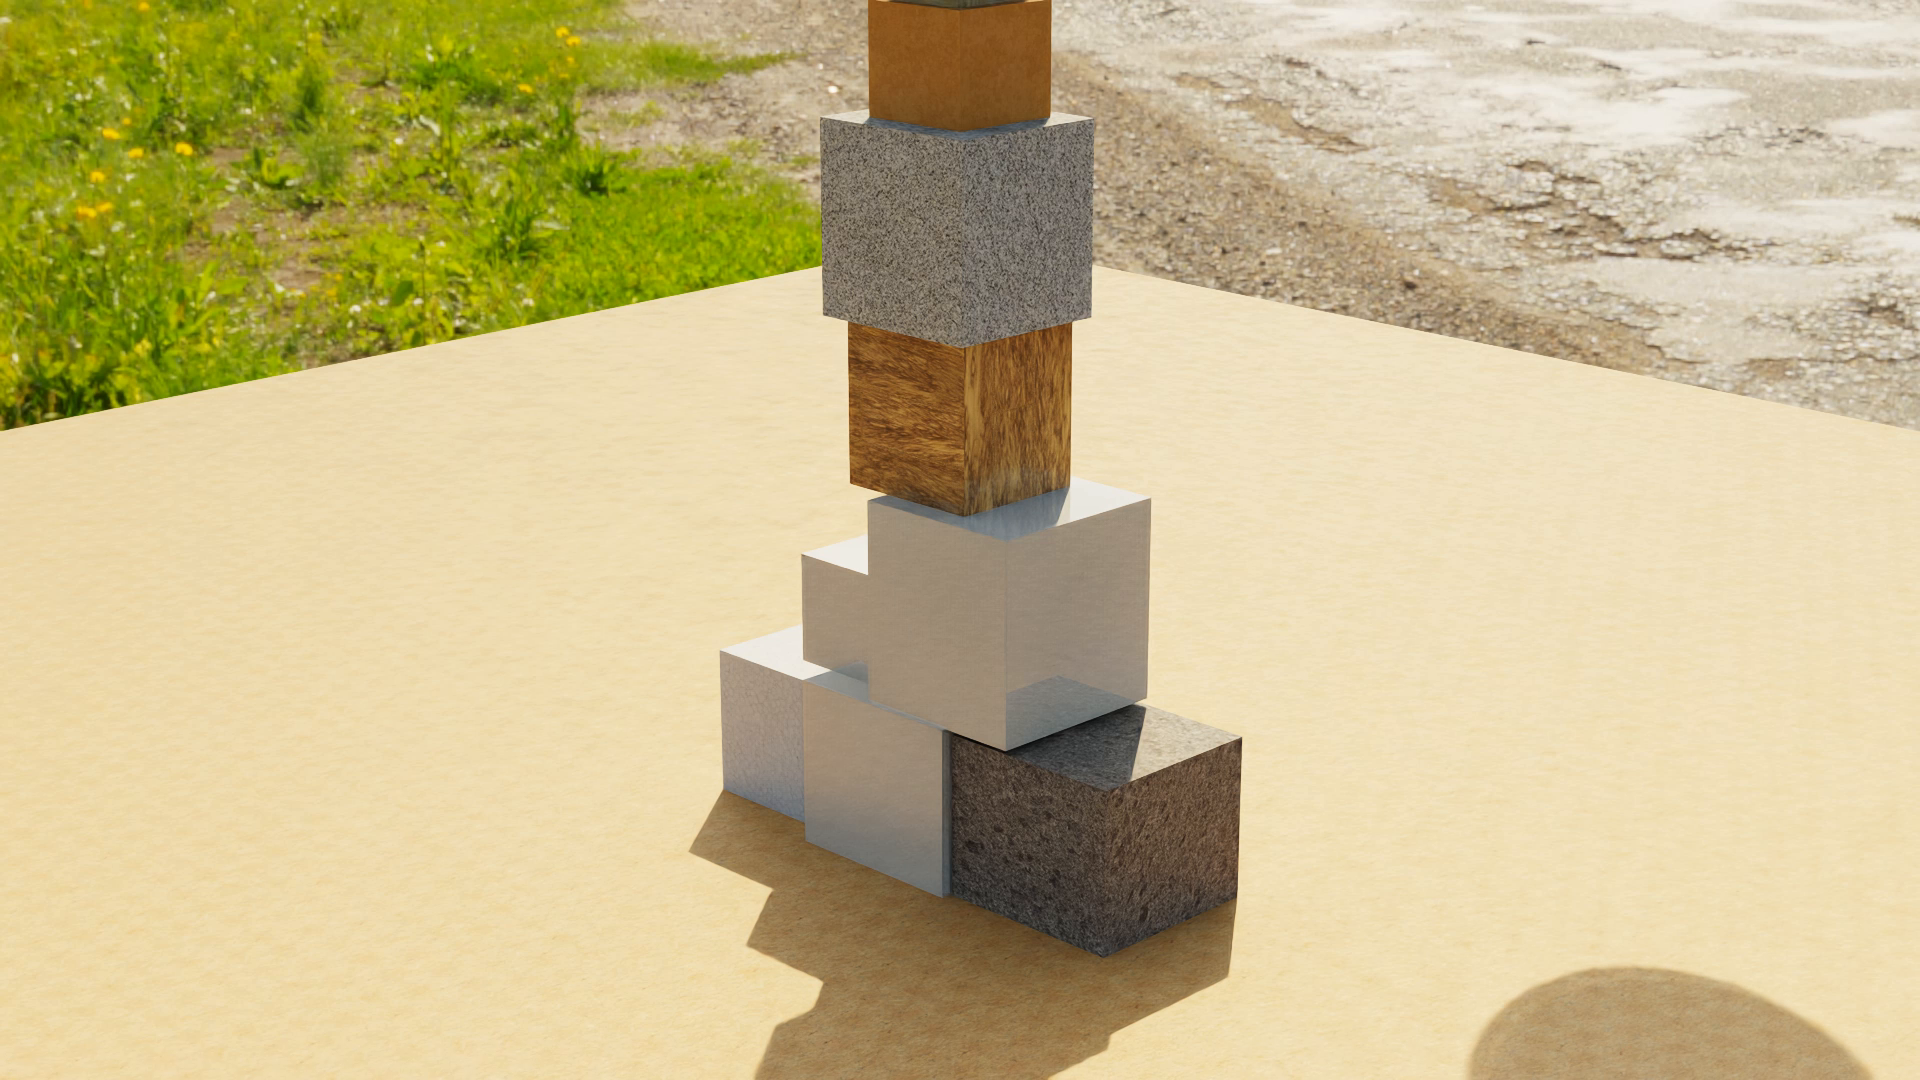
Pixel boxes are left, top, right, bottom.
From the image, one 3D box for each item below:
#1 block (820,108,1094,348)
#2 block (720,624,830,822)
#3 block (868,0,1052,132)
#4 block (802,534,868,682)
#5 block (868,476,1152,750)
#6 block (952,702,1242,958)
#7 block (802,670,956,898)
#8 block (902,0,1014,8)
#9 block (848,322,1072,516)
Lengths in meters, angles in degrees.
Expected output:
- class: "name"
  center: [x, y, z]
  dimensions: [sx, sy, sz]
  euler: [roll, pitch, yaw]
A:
- class: "block"
  center: [-0.013, -1.415, 12.883]
  dimensions: [0.815, 0.886, 0.874]
  euler: [-17, 24, -42]
- class: "block"
  center: [-0.650, 0.884, 14.318]
  dimensions: [0.711, 0.728, 0.750]
  euler: [-17, 24, -42]
- class: "block"
  center: [0.000, -2.084, 12.687]
  dimensions: [0.559, 0.508, 0.558]
  euler: [-17, 24, -42]
- class: "block"
  center: [-0.305, 0.315, 13.769]
  dimensions: [0.619, 0.529, 0.617]
  euler: [-17, 24, -42]
- class: "block"
  center: [0.221, 0.272, 13.194]
  dimensions: [0.927, 0.955, 0.864]
  euler: [-17, 24, -42]
- class: "block"
  center: [0.609, 1.237, 13.116]
  dimensions: [0.896, 0.774, 0.923]
  euler: [-17, 24, -42]
- class: "block"
  center: [-0.047, 1.023, 13.742]
  dimensions: [1.012, 0.807, 0.920]
  euler: [-17, 24, -42]
- class: "block"
  center: [-0.002, -2.527, 12.546]
  dimensions: [0.438, 0.422, 0.413]
  euler: [-17, 24, -42]
- class: "block"
  center: [-0.001, -0.623, 13.145]
  dimensions: [0.681, 0.783, 0.733]
  euler: [-17, 24, -42]
